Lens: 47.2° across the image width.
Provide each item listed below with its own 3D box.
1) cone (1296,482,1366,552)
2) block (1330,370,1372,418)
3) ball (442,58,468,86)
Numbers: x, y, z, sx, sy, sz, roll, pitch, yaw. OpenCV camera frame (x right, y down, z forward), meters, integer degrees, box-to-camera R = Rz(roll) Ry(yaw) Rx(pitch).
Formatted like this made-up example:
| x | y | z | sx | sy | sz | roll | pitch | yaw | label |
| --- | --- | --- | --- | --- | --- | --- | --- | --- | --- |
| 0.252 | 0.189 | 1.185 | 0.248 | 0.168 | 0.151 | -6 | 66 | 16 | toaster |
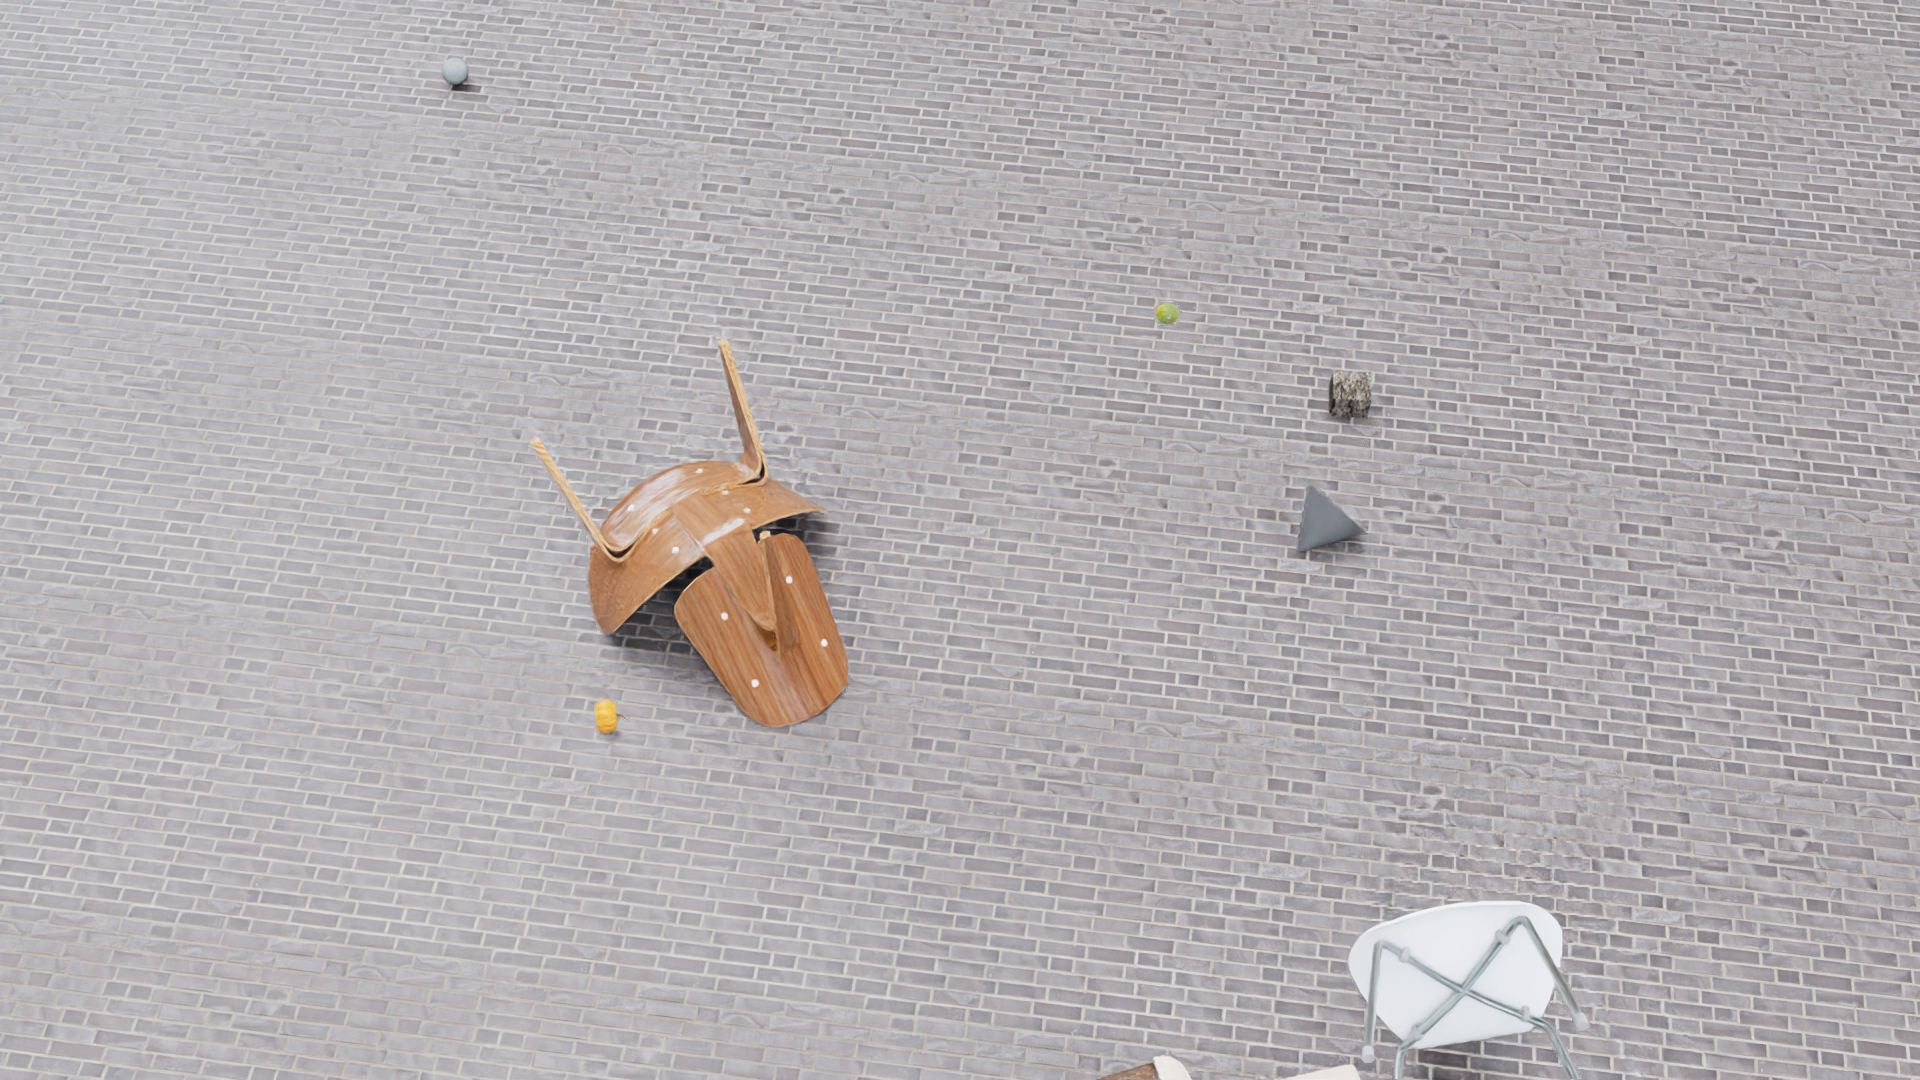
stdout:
| x | y | z | sx | sy | sz | roll | pitch | yaw | label |
| --- | --- | --- | --- | --- | --- | --- | --- | --- | --- |
| 1.060 | -0.032 | 6.537 | 0.181 | 0.231 | 0.220 | -49 | 33 | 8 | cone |
| 1.211 | -0.453 | 6.825 | 0.116 | 0.088 | 0.113 | 4 | 56 | 3 | block |
| -1.746 | -1.621 | 7.606 | 0.092 | 0.092 | 0.092 | 0 | 56 | 0 | ball |
